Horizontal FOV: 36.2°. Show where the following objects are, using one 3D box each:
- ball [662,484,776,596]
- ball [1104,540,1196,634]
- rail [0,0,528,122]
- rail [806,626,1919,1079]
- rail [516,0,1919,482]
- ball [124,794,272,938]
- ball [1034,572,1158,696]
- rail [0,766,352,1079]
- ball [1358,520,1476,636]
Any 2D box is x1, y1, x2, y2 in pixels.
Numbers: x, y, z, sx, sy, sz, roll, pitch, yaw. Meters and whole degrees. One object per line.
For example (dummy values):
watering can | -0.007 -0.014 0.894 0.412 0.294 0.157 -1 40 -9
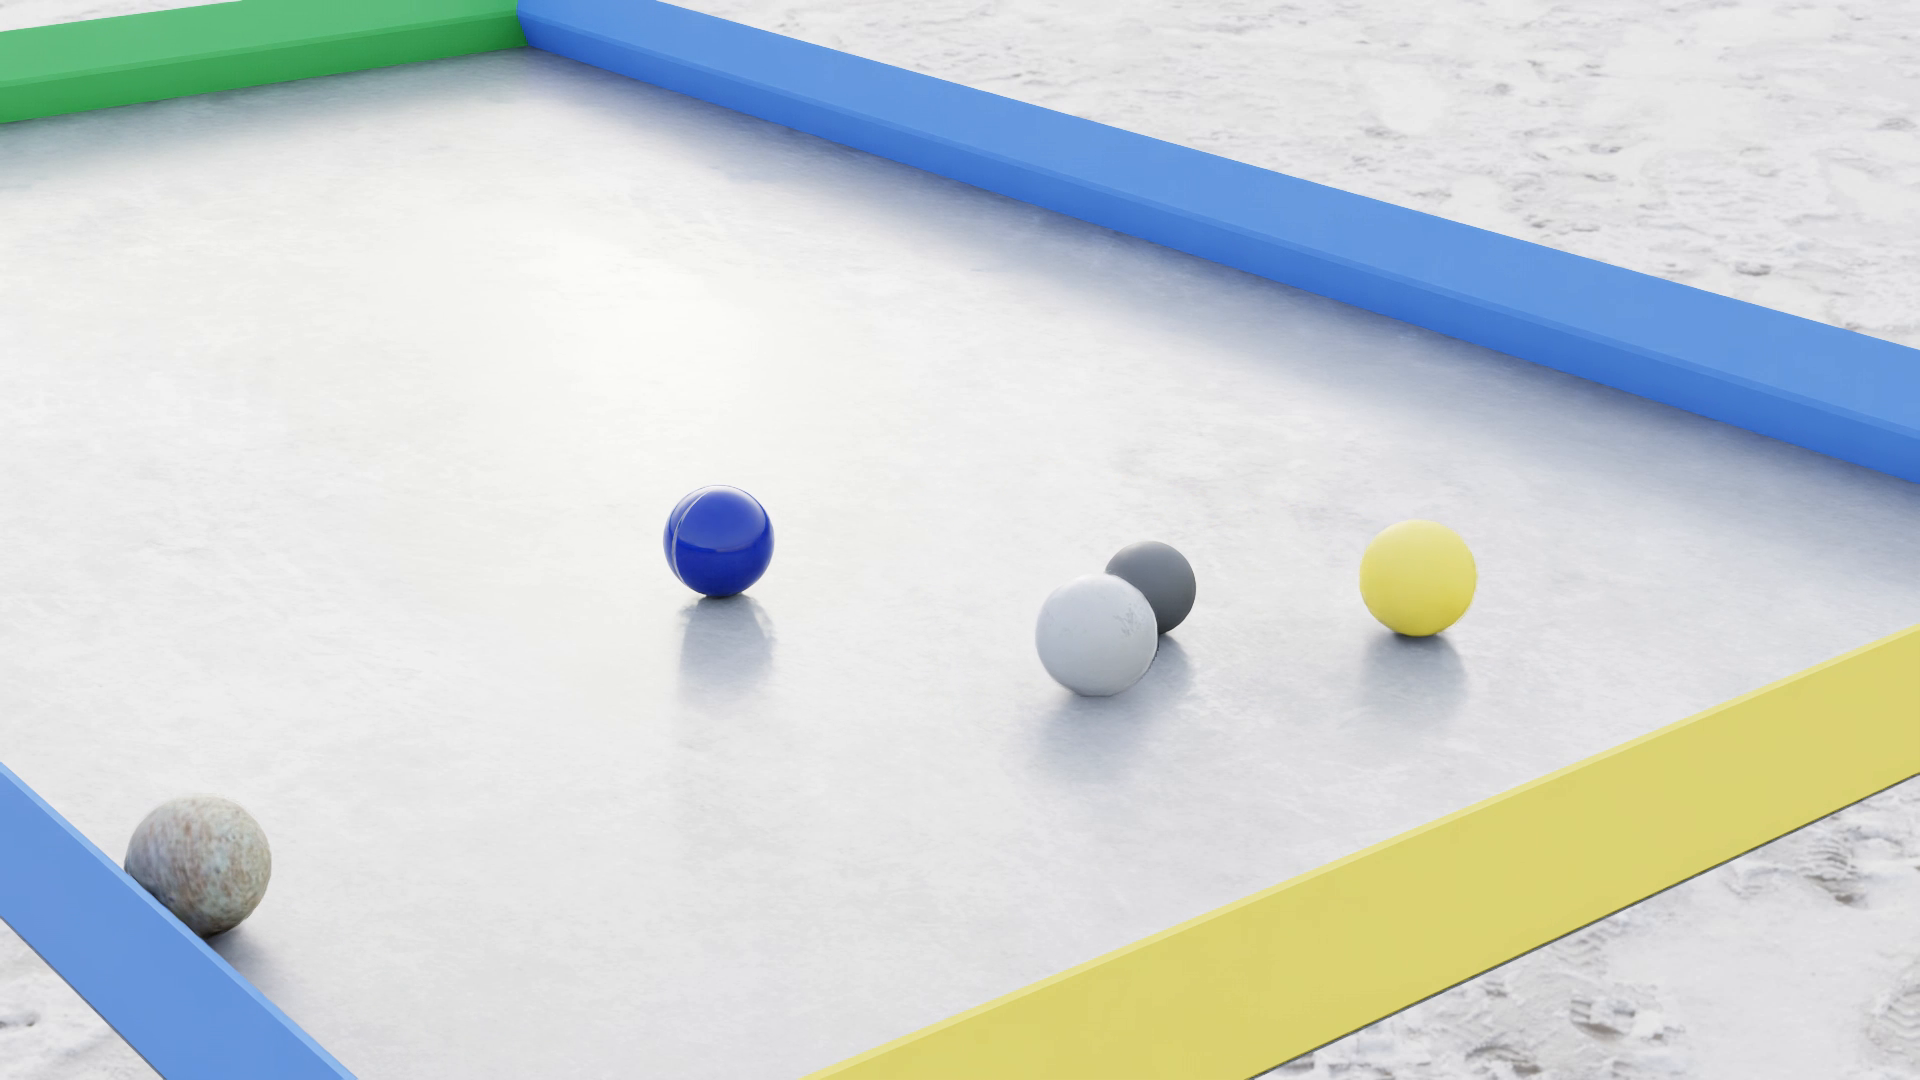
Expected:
ball | -0.206 0.001 2.515 0.096 0.096 0.096 0 21 0
ball | 0.156 0.040 2.438 0.079 0.079 0.079 0 21 0
rail | -1.354 -0.640 4.111 1.752 0.127 0.045 -16 26 -35
rail | 0.442 0.184 1.999 1.752 0.127 0.045 -16 26 -35
rail | 0.212 -0.420 3.549 0.045 0.127 2.940 -16 26 -35
ball | -0.508 0.217 1.961 0.095 0.095 0.095 0 21 0
ball | 0.108 0.075 2.324 0.098 0.098 0.098 0 21 0
rail | -1.125 -0.035 2.562 0.045 0.127 2.940 -16 26 -35
ball | 0.379 0.031 2.436 0.097 0.097 0.097 0 21 0
